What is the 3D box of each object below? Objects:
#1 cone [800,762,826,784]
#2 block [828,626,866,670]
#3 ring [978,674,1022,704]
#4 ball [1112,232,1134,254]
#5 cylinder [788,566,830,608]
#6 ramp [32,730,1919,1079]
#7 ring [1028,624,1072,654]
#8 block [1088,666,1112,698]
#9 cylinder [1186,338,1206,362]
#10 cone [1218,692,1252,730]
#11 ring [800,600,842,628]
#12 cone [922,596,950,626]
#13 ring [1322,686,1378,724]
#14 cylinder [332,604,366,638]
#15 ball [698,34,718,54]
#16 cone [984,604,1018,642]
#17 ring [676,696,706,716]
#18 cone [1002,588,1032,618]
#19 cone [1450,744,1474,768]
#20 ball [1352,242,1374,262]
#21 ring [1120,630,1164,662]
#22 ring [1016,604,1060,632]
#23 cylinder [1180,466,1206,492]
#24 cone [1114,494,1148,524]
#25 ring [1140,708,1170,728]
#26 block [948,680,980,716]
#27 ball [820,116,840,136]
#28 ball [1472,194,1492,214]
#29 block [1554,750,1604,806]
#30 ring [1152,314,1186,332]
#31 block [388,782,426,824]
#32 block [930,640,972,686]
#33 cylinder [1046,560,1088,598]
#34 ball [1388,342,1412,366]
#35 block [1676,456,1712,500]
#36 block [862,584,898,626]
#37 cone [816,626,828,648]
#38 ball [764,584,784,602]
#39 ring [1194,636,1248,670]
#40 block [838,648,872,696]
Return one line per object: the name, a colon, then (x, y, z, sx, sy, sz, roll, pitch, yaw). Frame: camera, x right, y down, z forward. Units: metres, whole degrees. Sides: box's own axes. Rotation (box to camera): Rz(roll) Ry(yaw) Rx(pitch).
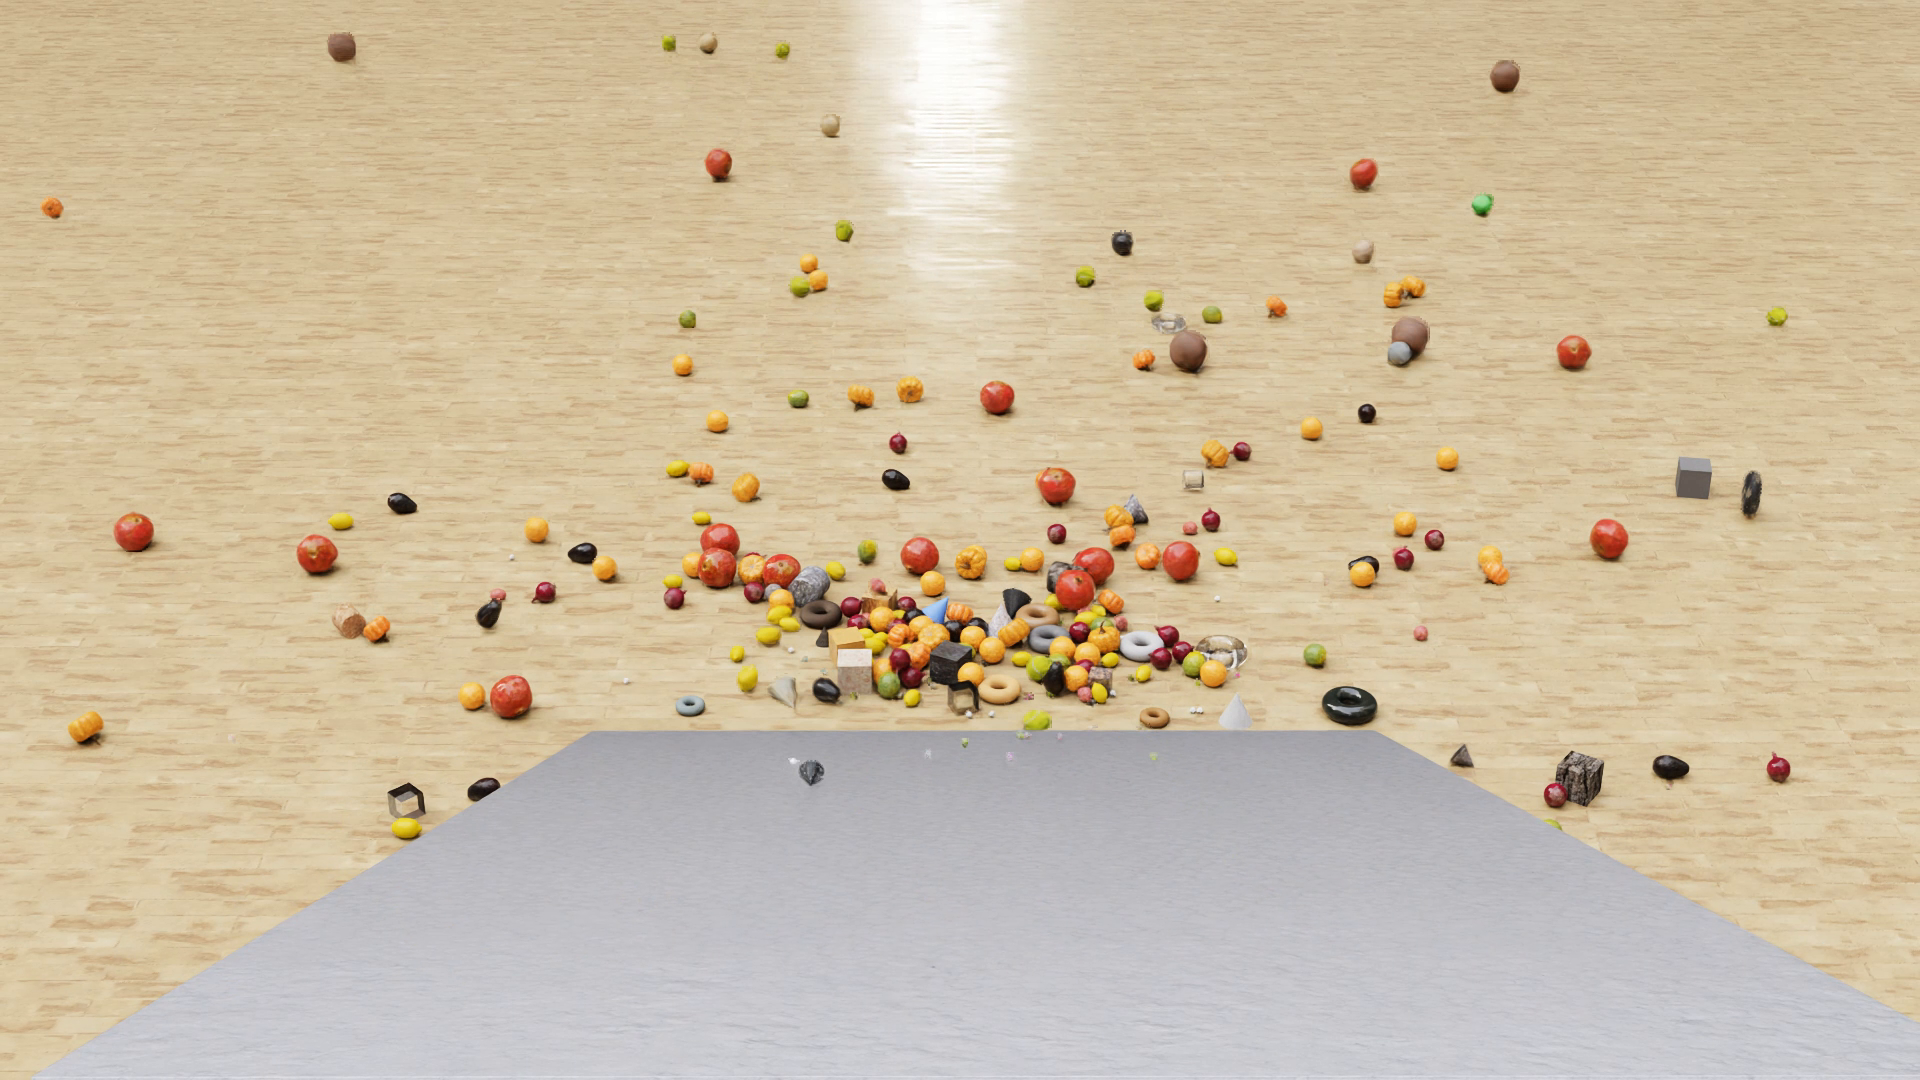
cone: (-0.307, 0.492, 5.319, 0.054, 0.054, 0.054, 2, 20, 3)
block: (-0.309, 0.297, 7.068, 0.080, 0.080, 0.080, -9, 29, -17)
ring: (0.106, 0.399, 6.918, 0.117, 0.039, 0.117, -1, 28, 1)
ball: (0.613, -1.118, 9.751, 0.084, 0.084, 0.084, 0, 28, 0)
cylinder: (-0.430, 0.134, 7.365, 0.092, 0.092, 0.092, 10, 29, 19)
ramp: (0.063, 0.563, 4.603, 2.000, 0.100, 4.000, 0, 1, 0)
ring: (0.247, 0.275, 7.152, 0.123, 0.041, 0.123, -1, 27, 1)
block: (0.376, 0.382, 6.929, 0.058, 0.058, 0.058, 6, 28, 11)
cylinder: (0.811, -0.656, 8.896, 0.062, 0.062, 0.062, 7, 28, 14)
cone: (0.727, 0.438, 6.790, 0.089, 0.089, 0.089, 0, 28, 0)
ring: (-0.391, 0.209, 7.277, 0.120, 0.040, 0.120, 0, 29, 0)
cone: (-0.054, 0.188, 7.242, 0.078, 0.078, 0.078, 37, 6, -5)
ring: (1.031, 0.437, 6.835, 0.149, 0.050, 0.149, 1, 28, -1)
cylinder: (-1.707, 0.226, 7.212, 0.071, 0.071, 0.071, -18, 33, -31)
ball: (-1.171, -2.307, 12.004, 0.088, 0.088, 0.088, 0, 28, 0)
cone: (0.116, 0.217, 7.202, 0.096, 0.096, 0.096, 0, 28, 0)
ring: (-0.716, 0.439, 6.855, 0.079, 0.026, 0.079, 0, 29, 0)
cone: (0.150, 0.197, 7.303, 0.085, 0.085, 0.085, 9, 55, 16)
cone: (1.296, 0.564, 6.617, 0.059, 0.059, 0.059, 42, 43, 16)
ball: (1.510, -1.080, 9.681, 0.081, 0.081, 0.081, 0, 28, 0)
ring: (0.501, 0.292, 7.118, 0.125, 0.042, 0.125, 0, 29, 0)
ring: (0.218, 0.219, 7.256, 0.127, 0.042, 0.127, 1, 28, -1)
cylinder: (0.722, -0.188, 8.013, 0.057, 0.057, 0.057, -37, 35, -4)
cone: (0.505, -0.074, 7.811, 0.097, 0.097, 0.097, -31, 32, -2)
ring: (0.512, 0.467, 6.802, 0.080, 0.027, 0.080, 1, 27, -1)
block: (0.008, 0.420, 6.852, 0.064, 0.064, 0.064, -11, 30, -20)
ball: (-0.550, -1.755, 10.960, 0.085, 0.085, 0.085, 0, 28, 0)
ball: (2.049, -1.315, 10.130, 0.078, 0.078, 0.078, 0, 28, 0)
block: (1.554, 0.599, 6.485, 0.089, 0.089, 0.089, 18, 33, 31)
ring: (0.738, -0.768, 9.132, 0.123, 0.041, 0.123, 0, 27, 0)
block: (-1.374, 0.653, 6.409, 0.064, 0.064, 0.064, -24, 36, -37)
block: (-0.024, 0.336, 6.988, 0.085, 0.085, 0.085, 14, 31, 25)
cylinder: (0.308, 0.114, 7.400, 0.092, 0.092, 0.092, 13, 30, 23)
ball: (1.503, -0.639, 8.843, 0.082, 0.082, 0.082, 0, 28, 0)
block: (2.266, -0.192, 7.981, 0.094, 0.094, 0.094, 5, 28, 9)
block: (-0.226, 0.182, 7.286, 0.080, 0.080, 0.080, 8, 29, 15)
cone: (-0.375, 0.262, 7.162, 0.054, 0.054, 0.054, 0, 28, 0)
ball: (-0.530, 0.152, 7.371, 0.054, 0.054, 0.054, 0, 28, 0)
ring: (0.716, 0.307, 7.082, 0.146, 0.049, 0.146, -1, 27, 1)
block: (-0.282, 0.355, 6.945, 0.091, 0.091, 0.091, 0, 28, -1)
